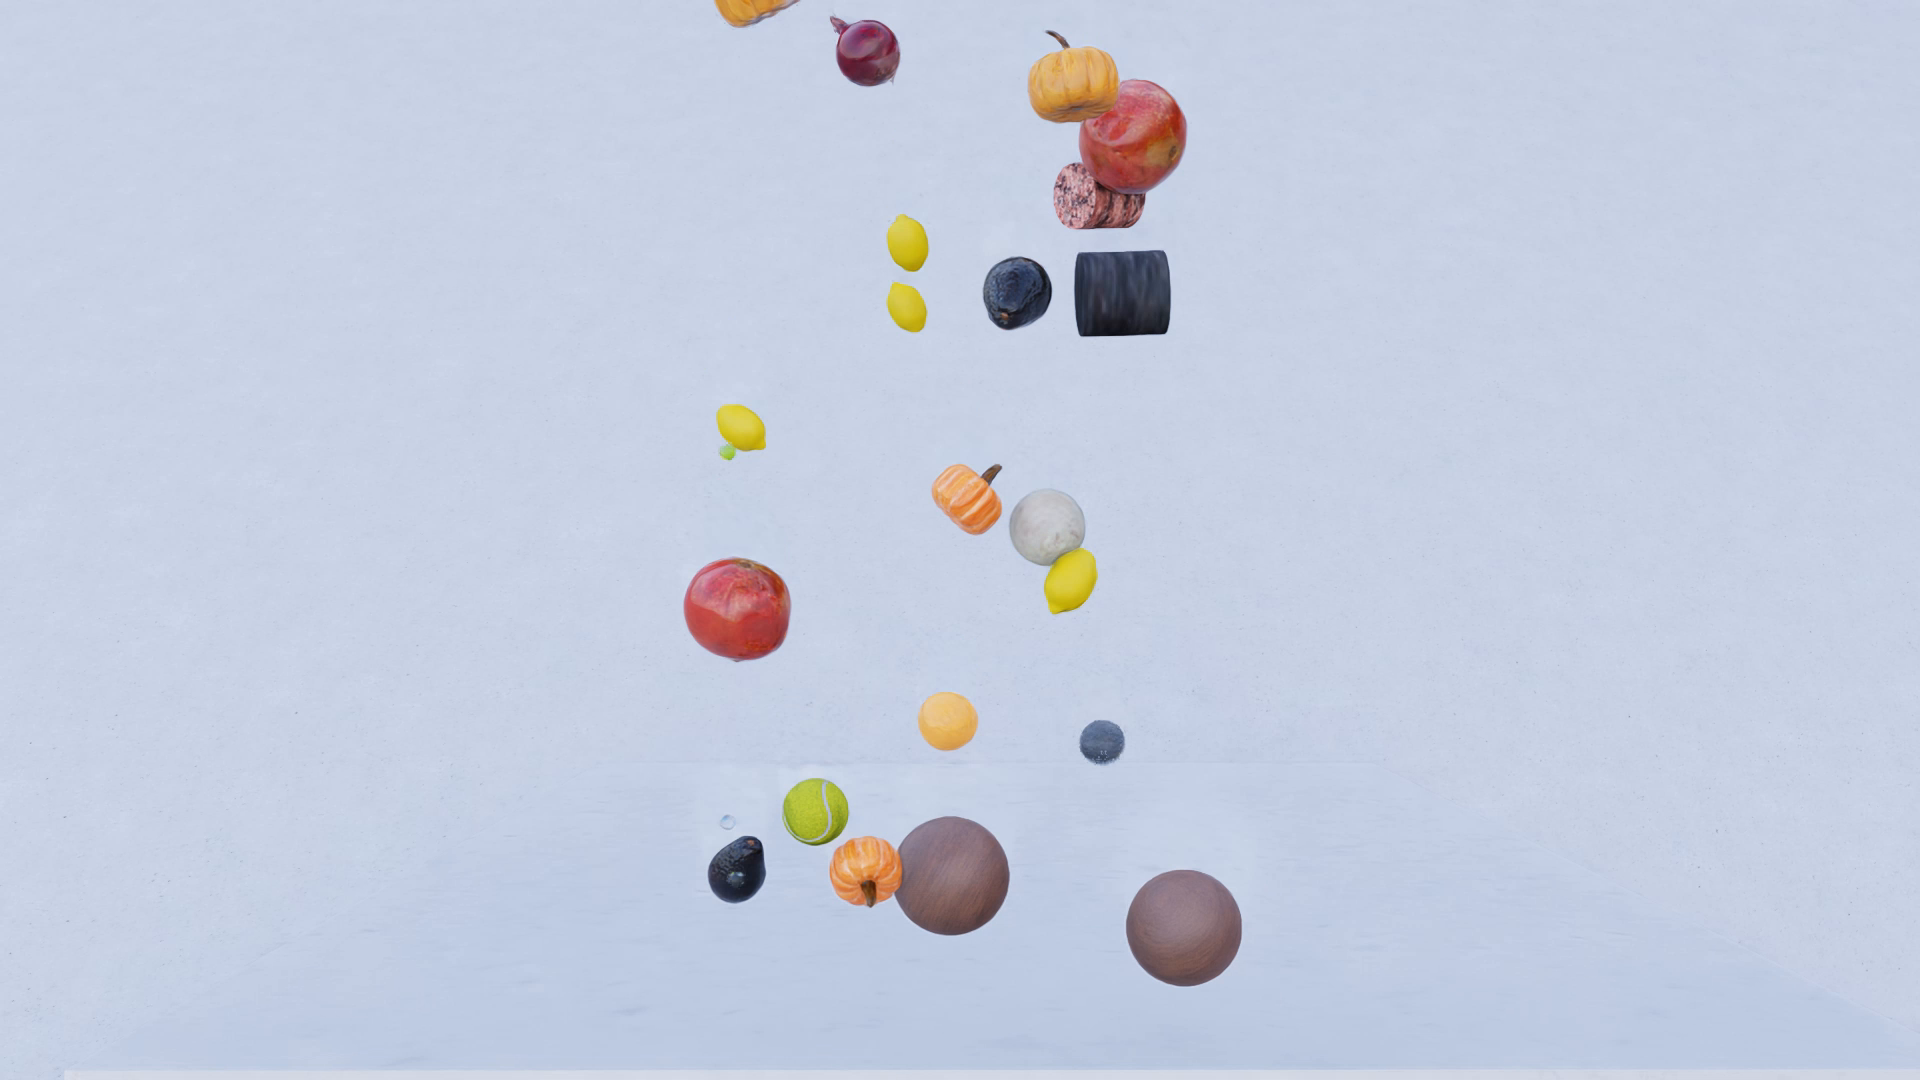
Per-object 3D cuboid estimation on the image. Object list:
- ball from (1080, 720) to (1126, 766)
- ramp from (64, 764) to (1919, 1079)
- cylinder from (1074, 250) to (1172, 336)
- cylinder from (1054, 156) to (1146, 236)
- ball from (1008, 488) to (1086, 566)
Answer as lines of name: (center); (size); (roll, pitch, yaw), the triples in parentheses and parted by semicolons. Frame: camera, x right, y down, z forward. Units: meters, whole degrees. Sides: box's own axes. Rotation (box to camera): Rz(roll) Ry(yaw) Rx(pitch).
ball: (0.168, 0.239, 3.058); (0.054, 0.054, 0.054); (0, 31, 0)
ramp: (0.069, 0.613, 4.687); (2.000, 0.100, 4.000); (0, 0, 0)
cylinder: (0.154, -0.234, 2.462); (0.080, 0.080, 0.080); (-2, 31, -5)
cylinder: (0.149, -0.368, 2.772); (0.070, 0.070, 0.070); (-20, 36, -31)
ball: (0.091, -0.013, 2.710); (0.081, 0.081, 0.081); (0, 31, 0)
